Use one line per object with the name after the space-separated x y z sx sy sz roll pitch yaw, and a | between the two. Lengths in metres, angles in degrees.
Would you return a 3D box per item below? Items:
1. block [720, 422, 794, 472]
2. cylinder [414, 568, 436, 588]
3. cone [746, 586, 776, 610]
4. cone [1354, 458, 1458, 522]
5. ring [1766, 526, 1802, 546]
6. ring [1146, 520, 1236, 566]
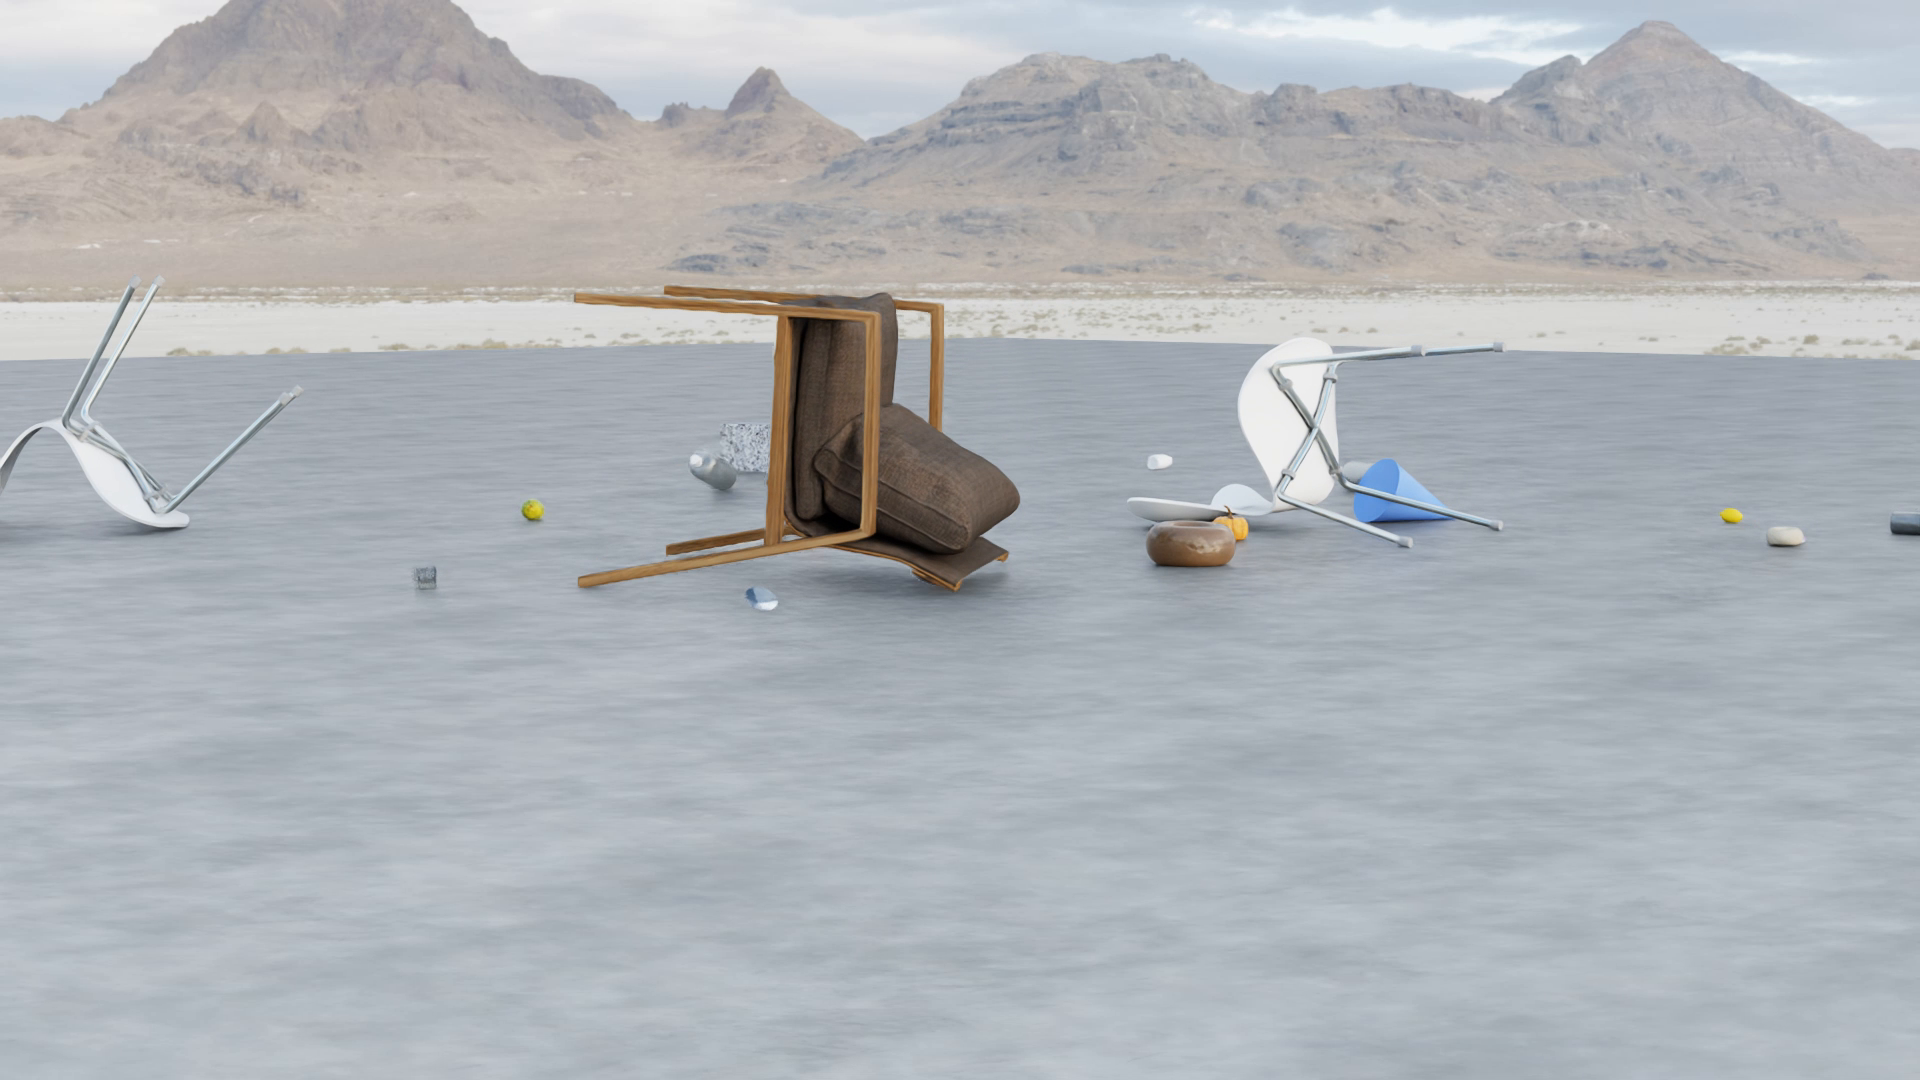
-0.687 -0.316 8.708 0.221 0.158 0.117 3 7 26 | block
-1.131 0.080 5.425 0.040 0.043 0.044 -2 -34 -22 | cylinder
-0.401 0.125 5.086 0.068 0.057 0.035 7 -38 -25 | cone
1.236 -0.096 6.920 0.284 0.165 0.198 17 -42 -25 | cone
2.029 -0.009 6.314 0.085 0.040 0.166 0 5 17 | ring
0.528 0.009 5.871 0.208 0.094 0.161 1 8 -4 | ring
